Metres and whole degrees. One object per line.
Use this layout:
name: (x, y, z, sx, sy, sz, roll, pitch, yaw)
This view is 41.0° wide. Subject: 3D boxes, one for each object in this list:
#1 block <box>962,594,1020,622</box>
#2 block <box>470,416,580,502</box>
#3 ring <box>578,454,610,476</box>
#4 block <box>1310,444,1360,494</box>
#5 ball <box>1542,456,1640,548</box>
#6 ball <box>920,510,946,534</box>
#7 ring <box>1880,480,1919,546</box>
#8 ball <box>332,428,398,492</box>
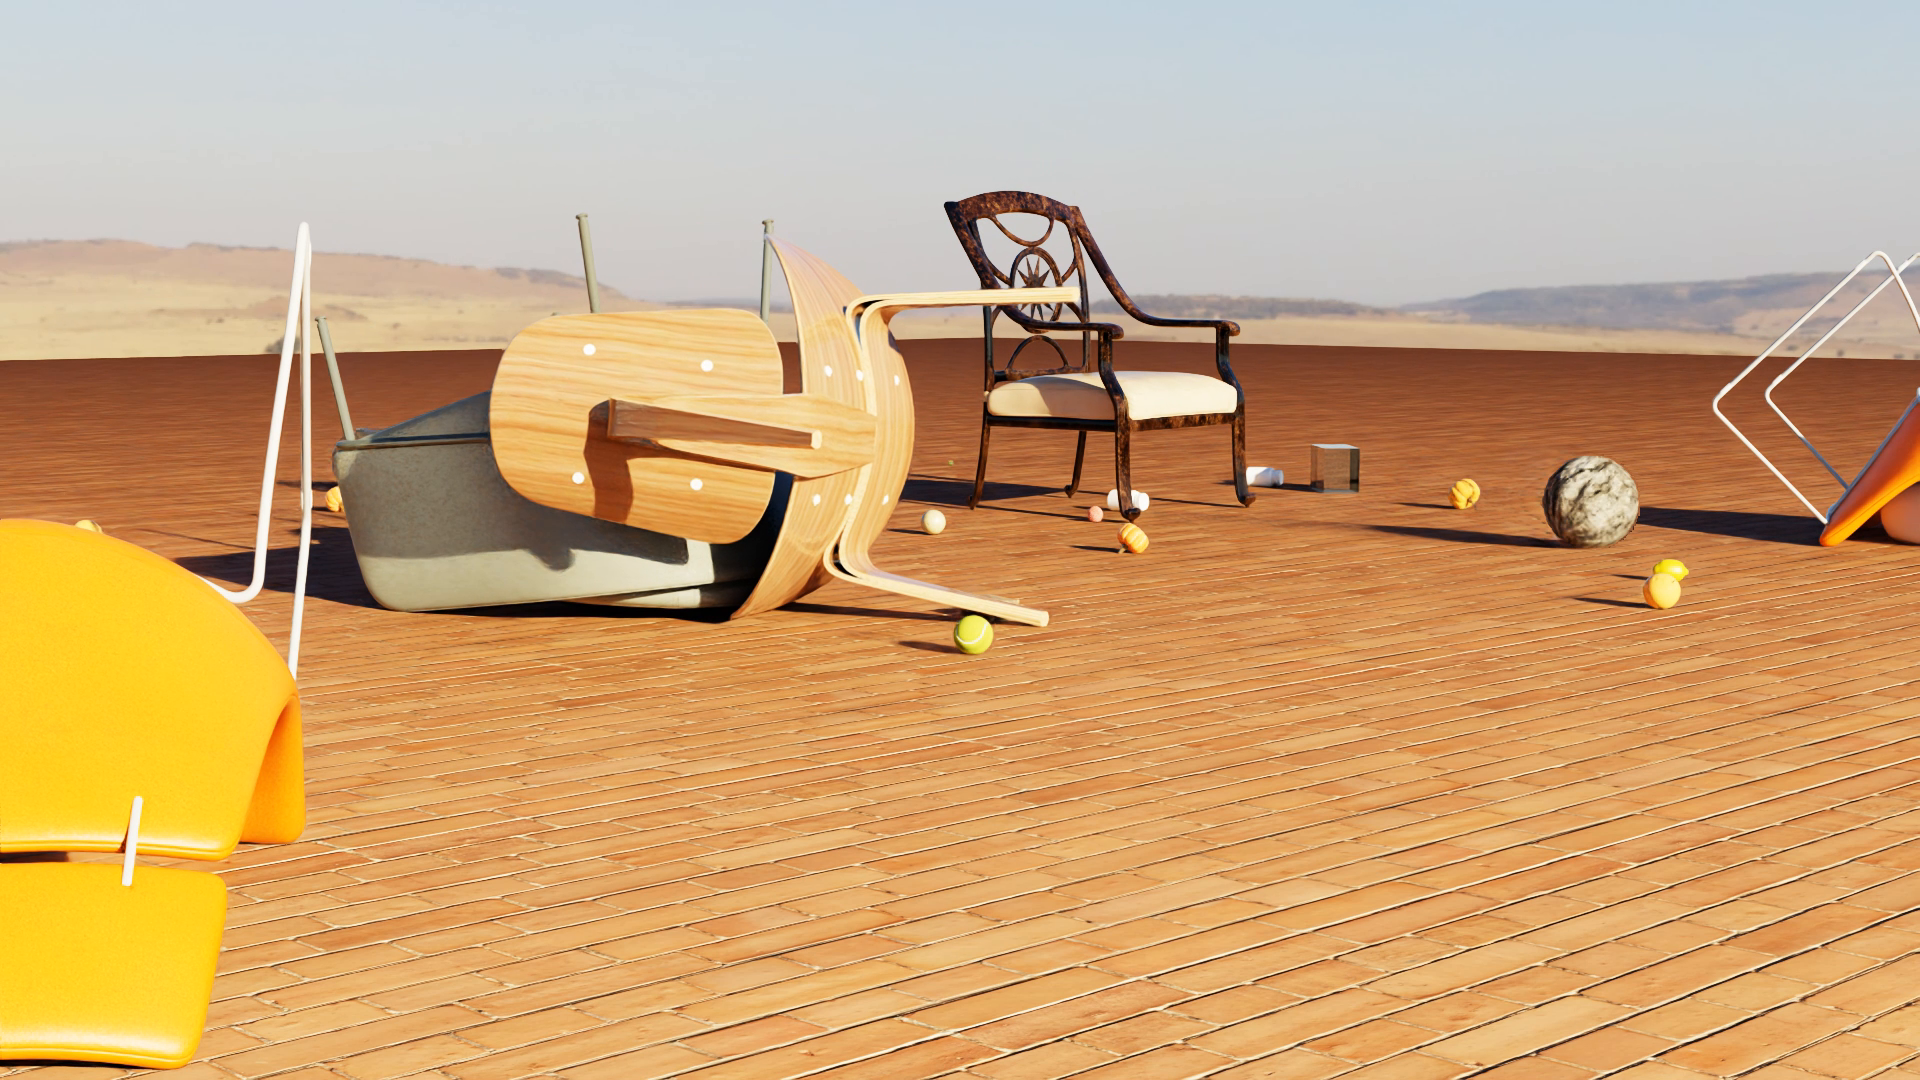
block: (0.058, 0.131, 4.951, 0.066, 0.038, 0.102, -4, 7, -32)
block: (-1.289, -0.243, 7.607, 0.220, 0.238, 0.284, 2, 6, 14)
ring: (-1.294, -0.247, 8.512, 0.272, 0.063, 0.257, 4, 7, 33)
block: (1.151, -0.220, 7.880, 0.109, 0.136, 0.189, 0, 6, -4)
ball: (1.525, -0.092, 6.200, 0.226, 0.226, 0.226, 0, 6, 0)
ball: (-0.068, -0.045, 6.539, 0.064, 0.064, 0.064, 0, 6, 0)
ring: (2.445, -0.063, 6.276, 0.387, 0.157, 0.218, 4, 5, 44)
ball: (-1.810, -0.241, 7.796, 0.197, 0.197, 0.197, 0, 6, 0)
